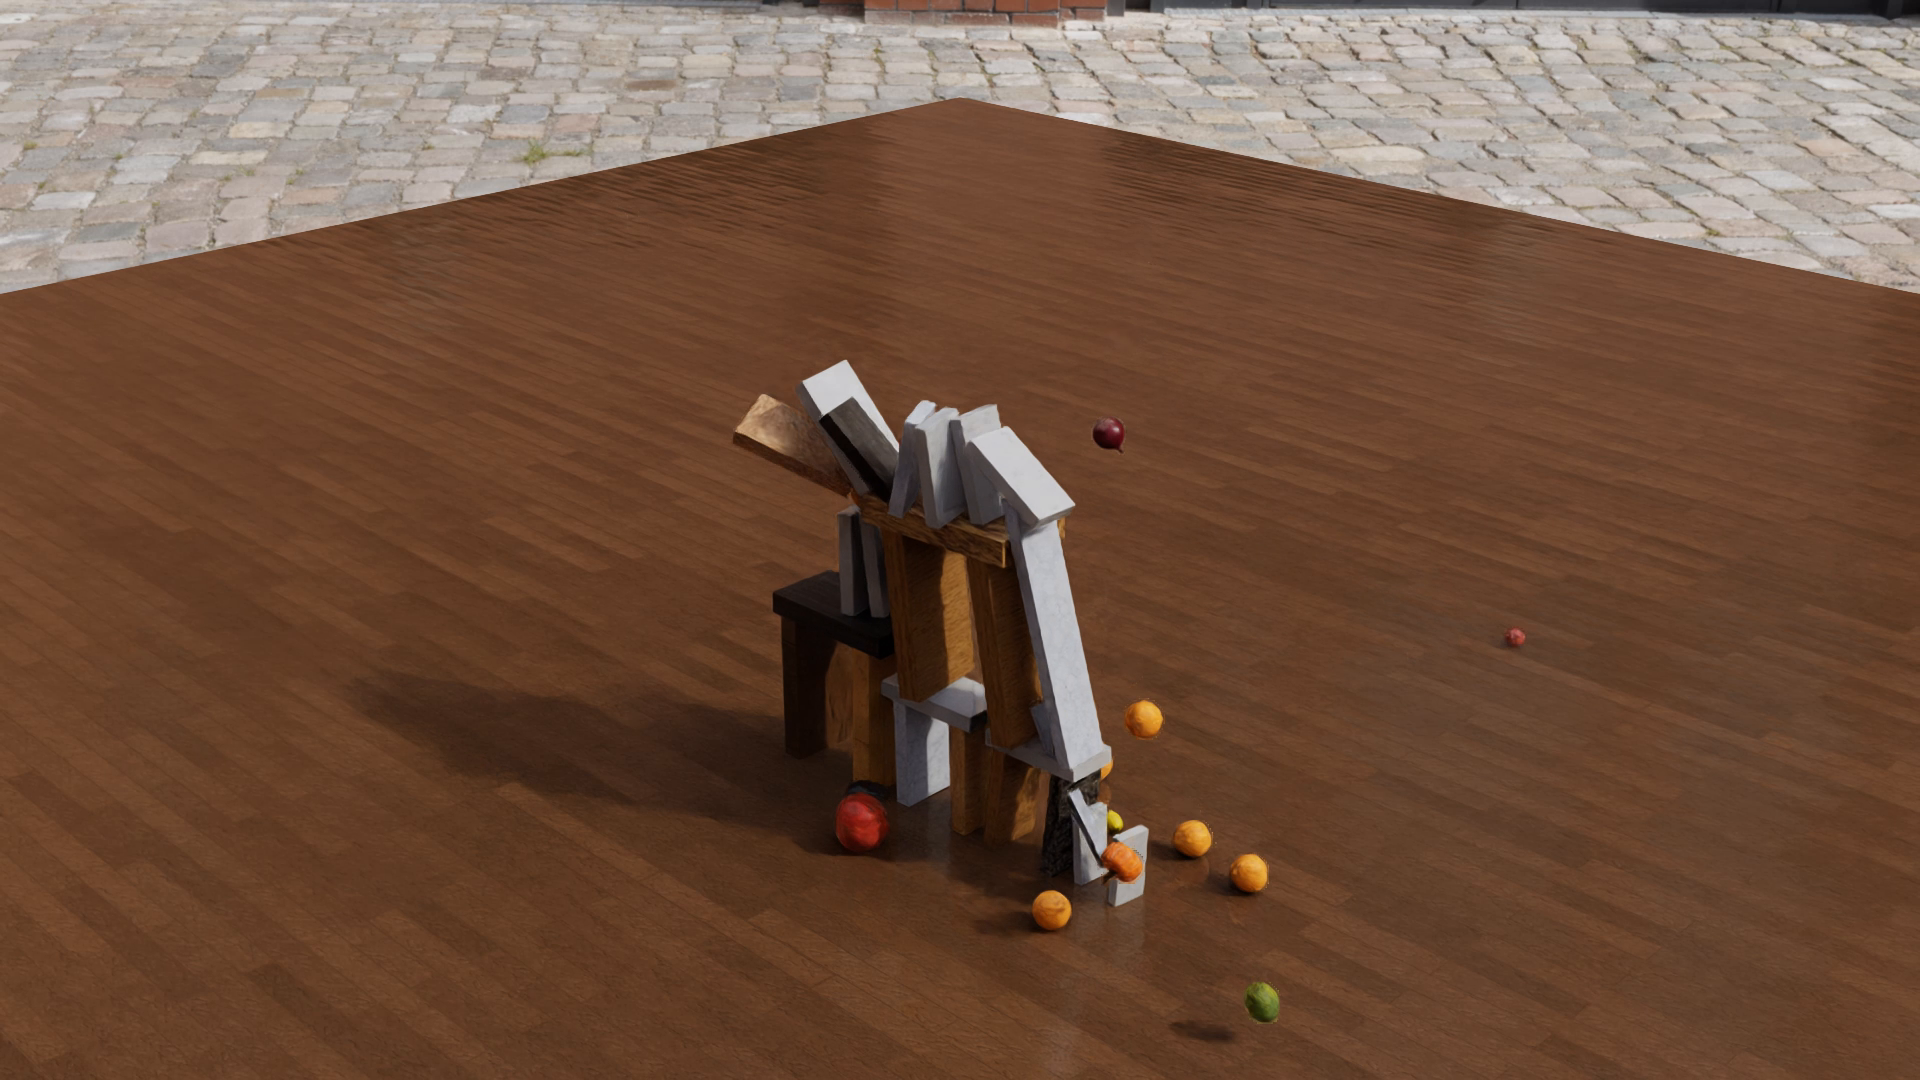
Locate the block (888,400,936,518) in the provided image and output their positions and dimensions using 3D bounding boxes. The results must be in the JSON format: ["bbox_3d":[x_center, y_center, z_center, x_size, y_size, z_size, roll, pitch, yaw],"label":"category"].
[{"bbox_3d":[-0.090,-0.151,4.101,0.028,0.201,0.100,18,31,10],"label":"block"}]

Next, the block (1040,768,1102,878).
[{"bbox_3d":[0.213,0.530,4.223,0.032,0.224,0.112,28,35,37],"label":"block"}]

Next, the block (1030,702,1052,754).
[{"bbox_3d":[0.167,0.354,4.157,0.046,0.092,0.013,-19,-1,-38],"label":"block"}]

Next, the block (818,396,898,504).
[{"bbox_3d":[-0.175,-0.173,4.204,0.028,0.201,0.100,-38,1,35],"label":"block"}]

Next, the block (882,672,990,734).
[{"bbox_3d":[-0.028,0.310,4.371,0.239,0.034,0.120,20,31,39],"label":"block"}]

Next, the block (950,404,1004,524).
[{"bbox_3d":[0.044,-0.139,4.069,0.029,0.202,0.101,2,19,44],"label":"block"}]

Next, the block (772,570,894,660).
[{"bbox_3d":[-0.218,0.150,4.520,0.323,0.046,0.162,21,31,40],"label":"block"}]

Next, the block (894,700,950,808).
[{"bbox_3d":[-0.077,0.412,4.479,0.034,0.239,0.120,21,32,40],"label":"block"}]

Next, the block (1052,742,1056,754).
[{"bbox_3d":[0.198,0.356,4.143,0.046,0.092,0.013,2,-6,-12],"label":"block"}]

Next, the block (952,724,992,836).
[{"bbox_3d":[0.039,0.457,4.378,0.034,0.239,0.120,21,31,40],"label":"block"}]

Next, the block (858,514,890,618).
[{"bbox_3d":[-0.150,0.035,4.446,0.031,0.220,0.110,5,22,30],"label":"block"}]

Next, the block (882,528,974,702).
[{"bbox_3d":[-0.060,0.118,4.316,0.051,0.358,0.179,10,26,36],"label":"block"}]

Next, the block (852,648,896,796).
[{"bbox_3d":[-0.145,0.349,4.524,0.046,0.323,0.162,22,32,40],"label":"block"}]

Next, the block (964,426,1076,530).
[{"bbox_3d":[0.109,-0.114,3.992,0.101,0.029,0.202,-22,64,-42],"label":"block"}]

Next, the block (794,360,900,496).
[{"bbox_3d":[-0.207,-0.217,4.268,0.124,0.247,0.035,-31,-1,-40],"label":"block"}]

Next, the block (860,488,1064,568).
[{"bbox_3d":[0.002,-0.044,4.170,0.358,0.051,0.179,18,30,38],"label":"block"}]

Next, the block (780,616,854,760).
[{"bbox_3d":[-0.299,0.289,4.665,0.046,0.323,0.162,21,31,41],"label":"block"}]

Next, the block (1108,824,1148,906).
[{"bbox_3d":[0.316,0.612,4.131,0.072,0.145,0.021,-17,30,-36],"label":"block"}]

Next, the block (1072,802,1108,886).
[{"bbox_3d":[0.249,0.581,4.205,0.072,0.145,0.021,-19,25,-37],"label":"block"}]

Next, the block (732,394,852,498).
[{"bbox_3d":[-0.306,-0.186,4.302,0.247,0.035,0.124,26,47,4],"label":"block"}]

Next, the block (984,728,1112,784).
[{"bbox_3d":[0.168,0.394,4.211,0.224,0.032,0.112,20,30,39],"label":"block"}]

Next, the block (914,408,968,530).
[{"bbox_3d":[-0.033,-0.132,4.054,0.028,0.201,0.100,13,33,34],"label":"block"}]

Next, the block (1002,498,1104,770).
[{"bbox_3d":[0.173,0.161,4.066,0.029,0.523,0.101,0,17,45],"label":"block"}]

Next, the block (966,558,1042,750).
[{"bbox_3d":[0.116,0.188,4.169,0.051,0.376,0.179,9,24,44],"label":"block"}]

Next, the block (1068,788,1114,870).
[{"bbox_3d":[0.242,0.540,4.105,0.021,0.145,0.072,-24,-15,-8],"label":"block"}]

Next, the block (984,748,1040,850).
[{"bbox_3d":[0.106,0.490,4.317,0.112,0.224,0.032,-21,38,-41],"label":"block"}]

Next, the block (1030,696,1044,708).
[{"bbox_3d":[0.166,0.344,4.178,0.046,0.092,0.013,-20,0,-41],"label":"block"}]

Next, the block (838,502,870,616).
[{"bbox_3d":[-0.200,0.033,4.455,0.031,0.220,0.110,12,26,29],"label":"block"}]
